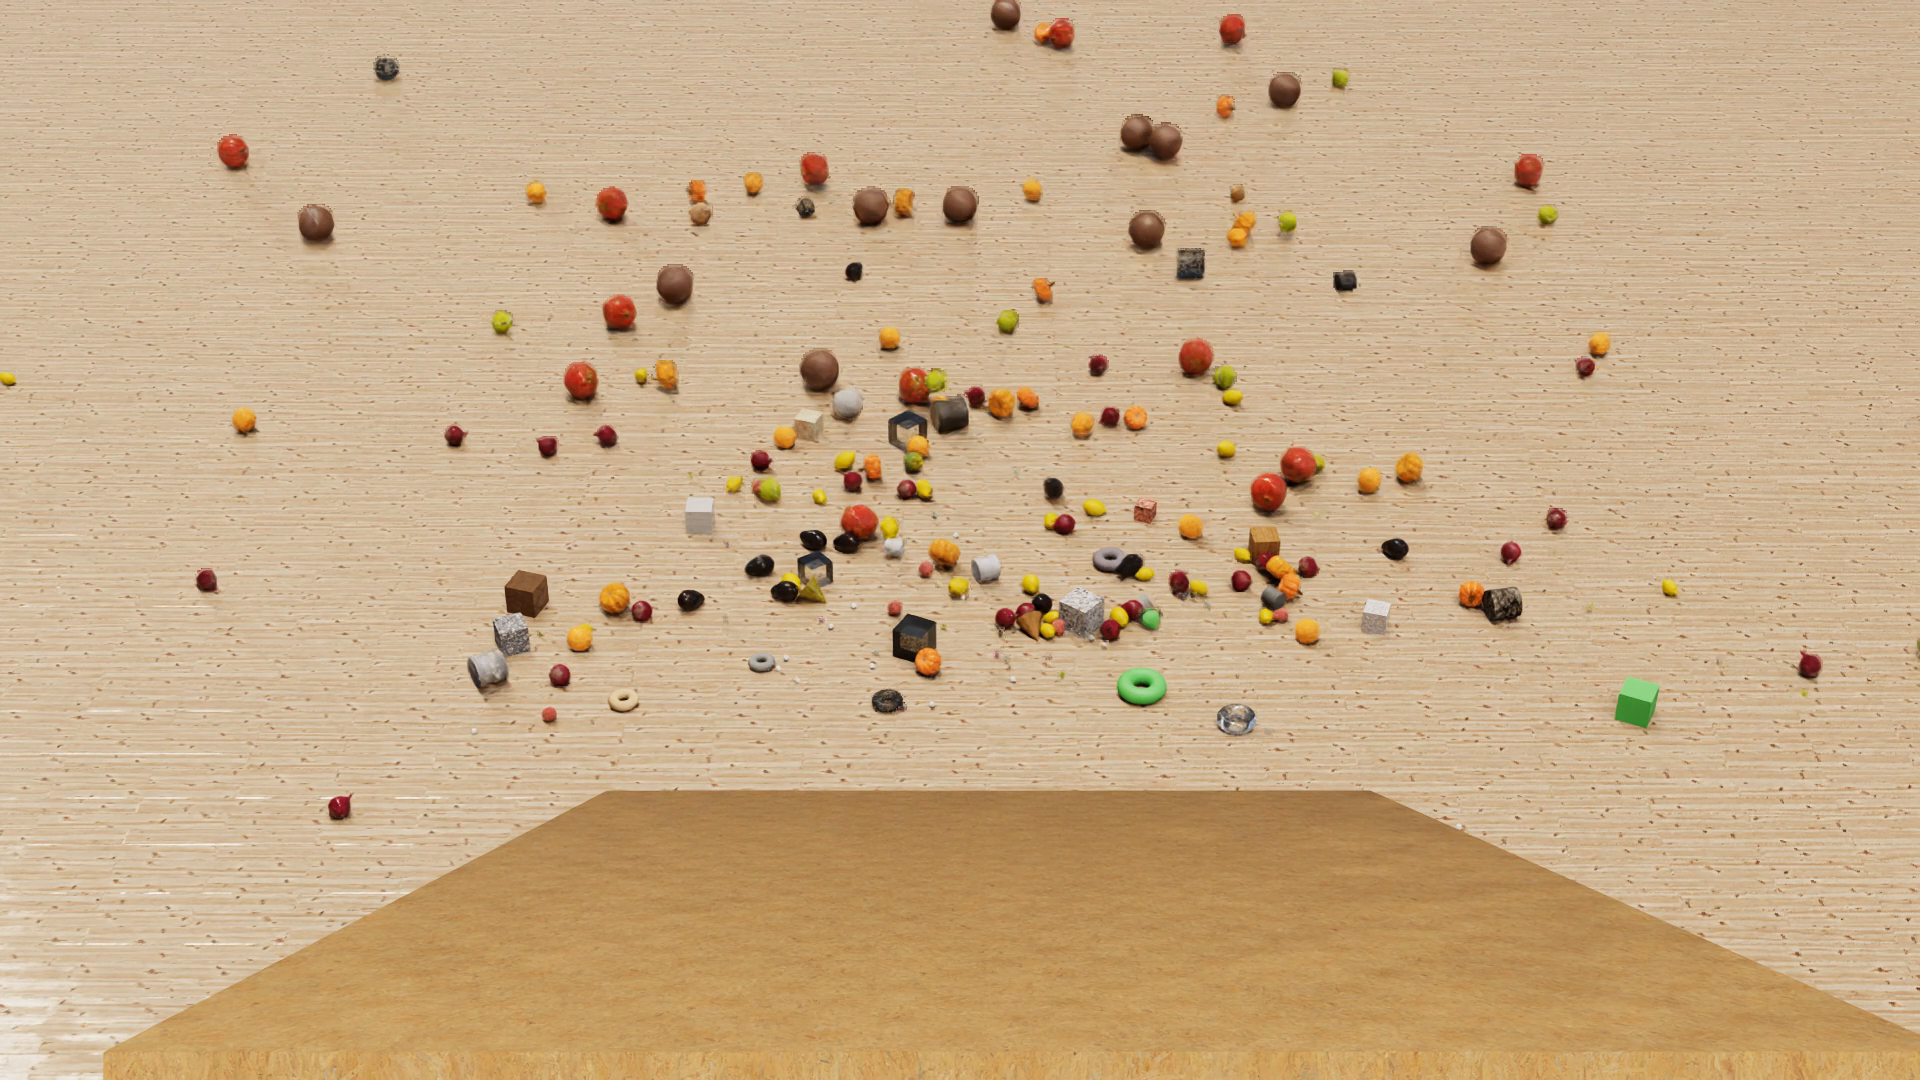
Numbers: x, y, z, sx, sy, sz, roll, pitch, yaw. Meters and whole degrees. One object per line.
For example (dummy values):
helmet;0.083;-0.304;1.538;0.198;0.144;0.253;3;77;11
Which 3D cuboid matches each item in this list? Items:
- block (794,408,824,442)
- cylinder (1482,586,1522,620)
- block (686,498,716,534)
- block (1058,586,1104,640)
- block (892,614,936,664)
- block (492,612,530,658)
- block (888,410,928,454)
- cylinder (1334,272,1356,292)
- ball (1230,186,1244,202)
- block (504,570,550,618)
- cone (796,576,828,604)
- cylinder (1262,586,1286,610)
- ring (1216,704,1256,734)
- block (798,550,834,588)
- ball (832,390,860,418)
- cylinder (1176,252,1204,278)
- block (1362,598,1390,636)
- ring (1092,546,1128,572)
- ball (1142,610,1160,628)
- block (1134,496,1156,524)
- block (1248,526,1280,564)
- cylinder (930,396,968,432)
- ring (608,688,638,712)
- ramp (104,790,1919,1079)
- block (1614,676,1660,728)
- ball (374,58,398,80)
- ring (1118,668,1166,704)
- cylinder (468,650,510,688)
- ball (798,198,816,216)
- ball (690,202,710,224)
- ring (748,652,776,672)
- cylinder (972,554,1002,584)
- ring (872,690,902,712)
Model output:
block;-0.489;-0.372;8.396;0.071;0.071;0.071;12;36;17
cylinder;1.580;0.184;7.561;0.087;0.087;0.087;-8;35;-10
block;-0.796;-0.075;7.950;0.080;0.080;0.080;1;34;1
block;0.352;0.211;7.517;0.094;0.094;0.094;24;41;31
block;-0.130;0.283;7.412;0.092;0.092;0.092;16;37;22
block;-1.284;0.272;7.436;0.082;0.082;0.082;-13;36;-19
block;-0.168;-0.349;8.347;0.088;0.088;0.088;-29;44;-35
cylinder;1.366;-0.915;9.207;0.060;0.060;0.060;-10;35;-14
ball;1.044;-1.303;9.783;0.056;0.056;0.056;0;34;0
block;-1.268;0.158;7.597;0.091;0.091;0.091;11;36;16
cone;-0.423;0.161;7.633;0.083;0.083;0.083;38;39;-3
cylinder;0.920;0.170;7.613;0.052;0.052;0.052;-24;41;-31
ring;0.762;0.492;7.152;0.113;0.038;0.113;-1;35;1
block;-0.430;0.091;7.710;0.075;0.075;0.075;-22;40;-29
ball;-0.372;-0.445;8.484;0.093;0.093;0.093;0;34;0
cylinder;0.823;-0.987;9.283;0.092;0.092;0.092;1;34;2
block;1.206;0.223;7.521;0.069;0.069;0.069;11;36;15
ring;0.451;0.058;7.794;0.106;0.035;0.106;0;34;0
ball;0.554;0.231;7.523;0.054;0.054;0.054;0;34;0
block;0.571;-0.092;7.999;0.054;0.054;0.054;14;37;20
block;0.916;0.016;7.816;0.080;0.080;0.080;-2;34;-3
cylinder;-0.034;-0.408;8.424;0.099;0.099;0.099;-10;36;-15
ring;-0.938;0.445;7.230;0.084;0.028;0.084;0;35;0
ramp;0.075;0.654;4.798;2.000;0.100;4.000;0;-1;0
block;1.871;0.448;7.170;0.089;0.089;0.089;16;37;22
ball;-2.361;-1.938;10.685;0.096;0.096;0.096;0;34;0
ring;0.509;0.409;7.267;0.140;0.047;0.140;0;35;0
cylinder;-1.325;0.363;7.298;0.087;0.087;0.087;-19;38;-25
ball;-0.573;-1.239;9.678;0.067;0.067;0.067;0;34;0
ball;-0.964;-1.212;9.629;0.079;0.079;0.079;0;34;0
ring;-0.563;0.347;7.377;0.077;0.026;0.077;0;33;0
cylinder;0.078;0.086;7.725;0.066;0.066;0.066;-25;40;-15
ring;-0.202;0.448;7.225;0.087;0.029;0.087;-1;35;0
